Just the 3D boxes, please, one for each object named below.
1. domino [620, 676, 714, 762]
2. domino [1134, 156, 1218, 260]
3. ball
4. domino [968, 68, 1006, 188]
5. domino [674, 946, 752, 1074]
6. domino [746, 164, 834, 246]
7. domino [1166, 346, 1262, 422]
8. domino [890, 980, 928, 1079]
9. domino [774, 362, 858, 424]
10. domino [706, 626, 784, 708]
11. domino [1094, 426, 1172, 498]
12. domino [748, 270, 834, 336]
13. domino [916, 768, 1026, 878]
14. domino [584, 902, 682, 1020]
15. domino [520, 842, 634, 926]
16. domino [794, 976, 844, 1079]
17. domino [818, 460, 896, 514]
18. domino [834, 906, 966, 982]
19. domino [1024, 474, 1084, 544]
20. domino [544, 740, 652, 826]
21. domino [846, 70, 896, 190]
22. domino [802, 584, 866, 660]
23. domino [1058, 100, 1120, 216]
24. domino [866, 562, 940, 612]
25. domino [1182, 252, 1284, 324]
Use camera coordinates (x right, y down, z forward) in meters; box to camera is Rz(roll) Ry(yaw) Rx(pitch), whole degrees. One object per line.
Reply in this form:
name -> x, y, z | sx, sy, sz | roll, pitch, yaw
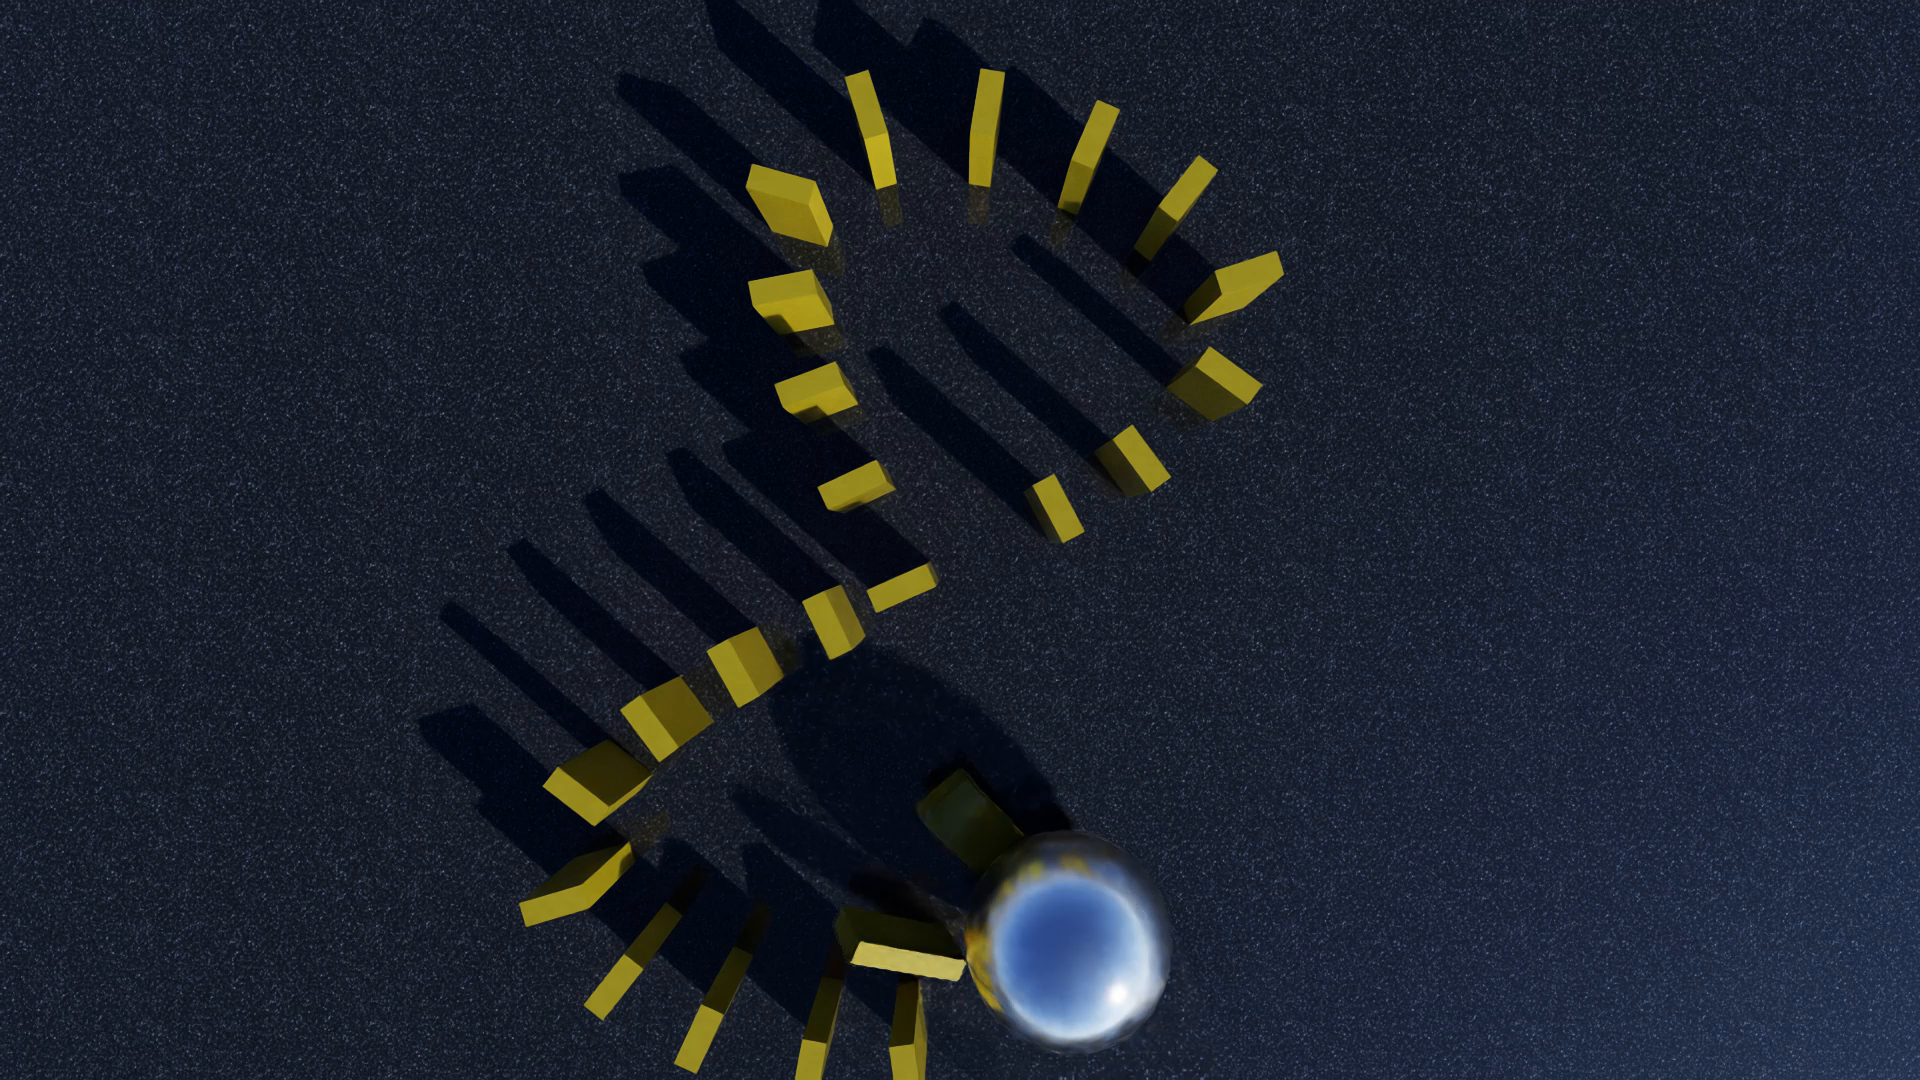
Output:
domino -> -0.119, 0.072, 0.375 | 0.009, 0.050, 0.025 | -37, 90, 0
domino -> 0.087, -0.134, 0.375 | 0.010, 0.050, 0.025 | 38, 90, 0
ball -> 0.042, 0.155, 0.357 | 0.080, 0.080, 0.080 | 0, 90, 0
domino -> 0.011, -0.167, 0.375 | 0.009, 0.050, 0.025 | 9, 90, 0
domino -> -0.100, 0.191, 0.375 | 0.009, 0.050, 0.025 | 25, 90, 0
domino -> -0.069, -0.136, 0.375 | 0.025, 0.050, 0.009 | 16, 90, 0
domino -> 0.103, -0.063, 0.375 | 0.025, 0.050, 0.010 | 36, 90, 0
domino -> -0.021, 0.206, 0.375 | 0.010, 0.050, 0.025 | -8, 90, 0
domino -> -0.058, -0.059, 0.375 | 0.025, 0.050, 0.009 | -20, 90, 0
domino -> -0.087, 0.051, 0.375 | 0.010, 0.050, 0.025 | -29, 90, 0
domino -> 0.069, -0.031, 0.375 | 0.009, 0.050, 0.025 | -36, 90, 0
domino -> -0.068, -0.096, 0.375 | 0.025, 0.050, 0.010 | -11, 90, 0
domino -> 0.007, 0.122, 0.386 | 0.025, 0.009, 0.050 | -40, 112, 0
domino -> -0.132, 0.171, 0.375 | 0.009, 0.050, 0.025 | 38, 90, 0
domino -> -0.155, 0.140, 0.375 | 0.025, 0.050, 0.010 | -16, 90, 0
domino -> -0.058, 0.204, 0.375 | 0.010, 0.050, 0.025 | 11, 90, 0
domino -> -0.041, -0.021, 0.375 | 0.025, 0.050, 0.009 | -25, 90, 0
domino -> -0.025, 0.167, 0.378 | 0.050, 0.025, 0.009 | 22, 92, -25
domino -> 0.038, -0.012, 0.375 | 0.010, 0.050, 0.025 | -28, 90, 0
domino -> -0.147, 0.098, 0.375 | 0.025, 0.050, 0.010 | 38, 90, 0
domino -> -0.036, -0.166, 0.375 | 0.010, 0.050, 0.025 | -17, 90, 0
domino -> -0.051, 0.033, 0.375 | 0.009, 0.050, 0.025 | -26, 90, 0
domino -> 0.052, -0.155, 0.375 | 0.009, 0.050, 0.025 | 24, 90, 0
domino -> -0.022, 0.019, 0.375 | 0.025, 0.050, 0.009 | -24, 90, 0
domino -> 0.111, -0.102, 0.375 | 0.025, 0.050, 0.009 | -18, 90, 0
